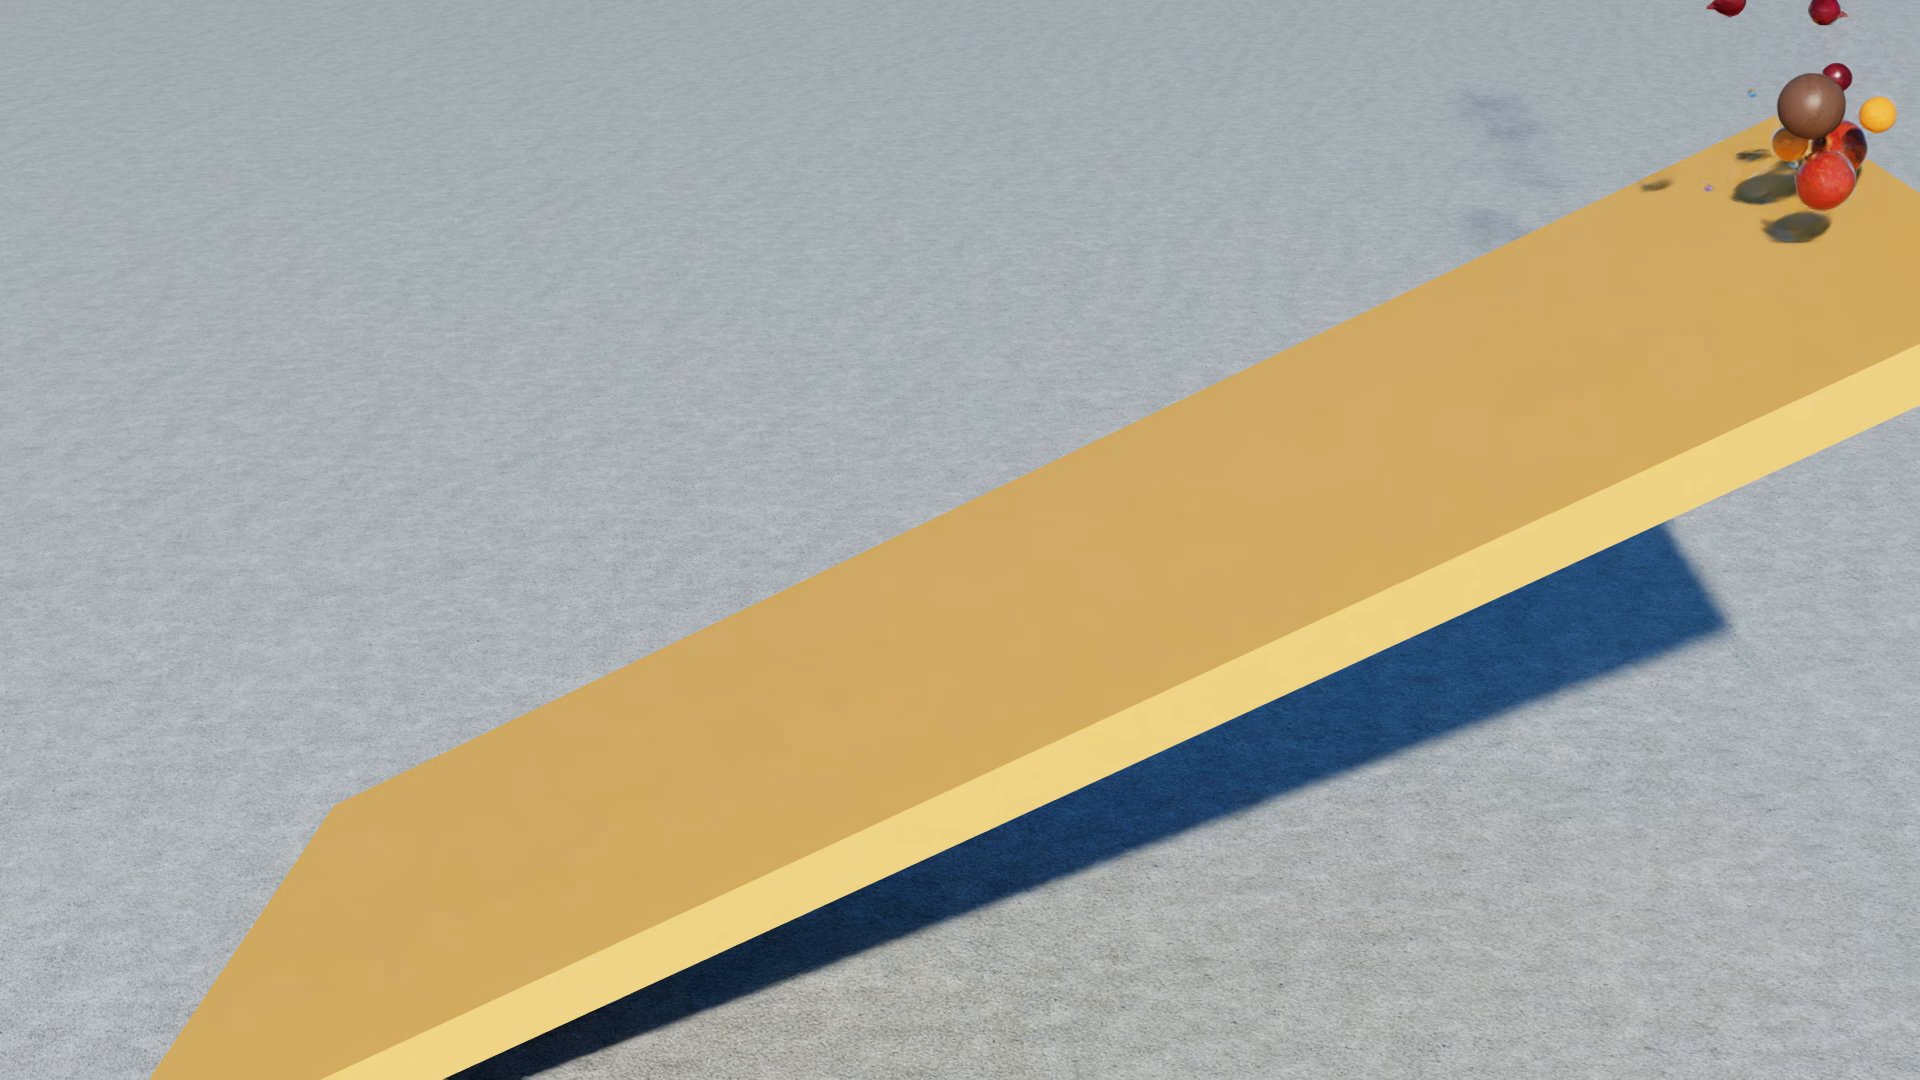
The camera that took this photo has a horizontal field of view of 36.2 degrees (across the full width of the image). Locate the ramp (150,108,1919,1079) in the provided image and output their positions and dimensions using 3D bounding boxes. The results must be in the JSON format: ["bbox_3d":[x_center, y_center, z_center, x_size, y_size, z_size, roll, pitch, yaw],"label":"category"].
[{"bbox_3d":[0.139,0.168,6.281,4.000,0.100,2.000,-25,14,10],"label":"ramp"}]
